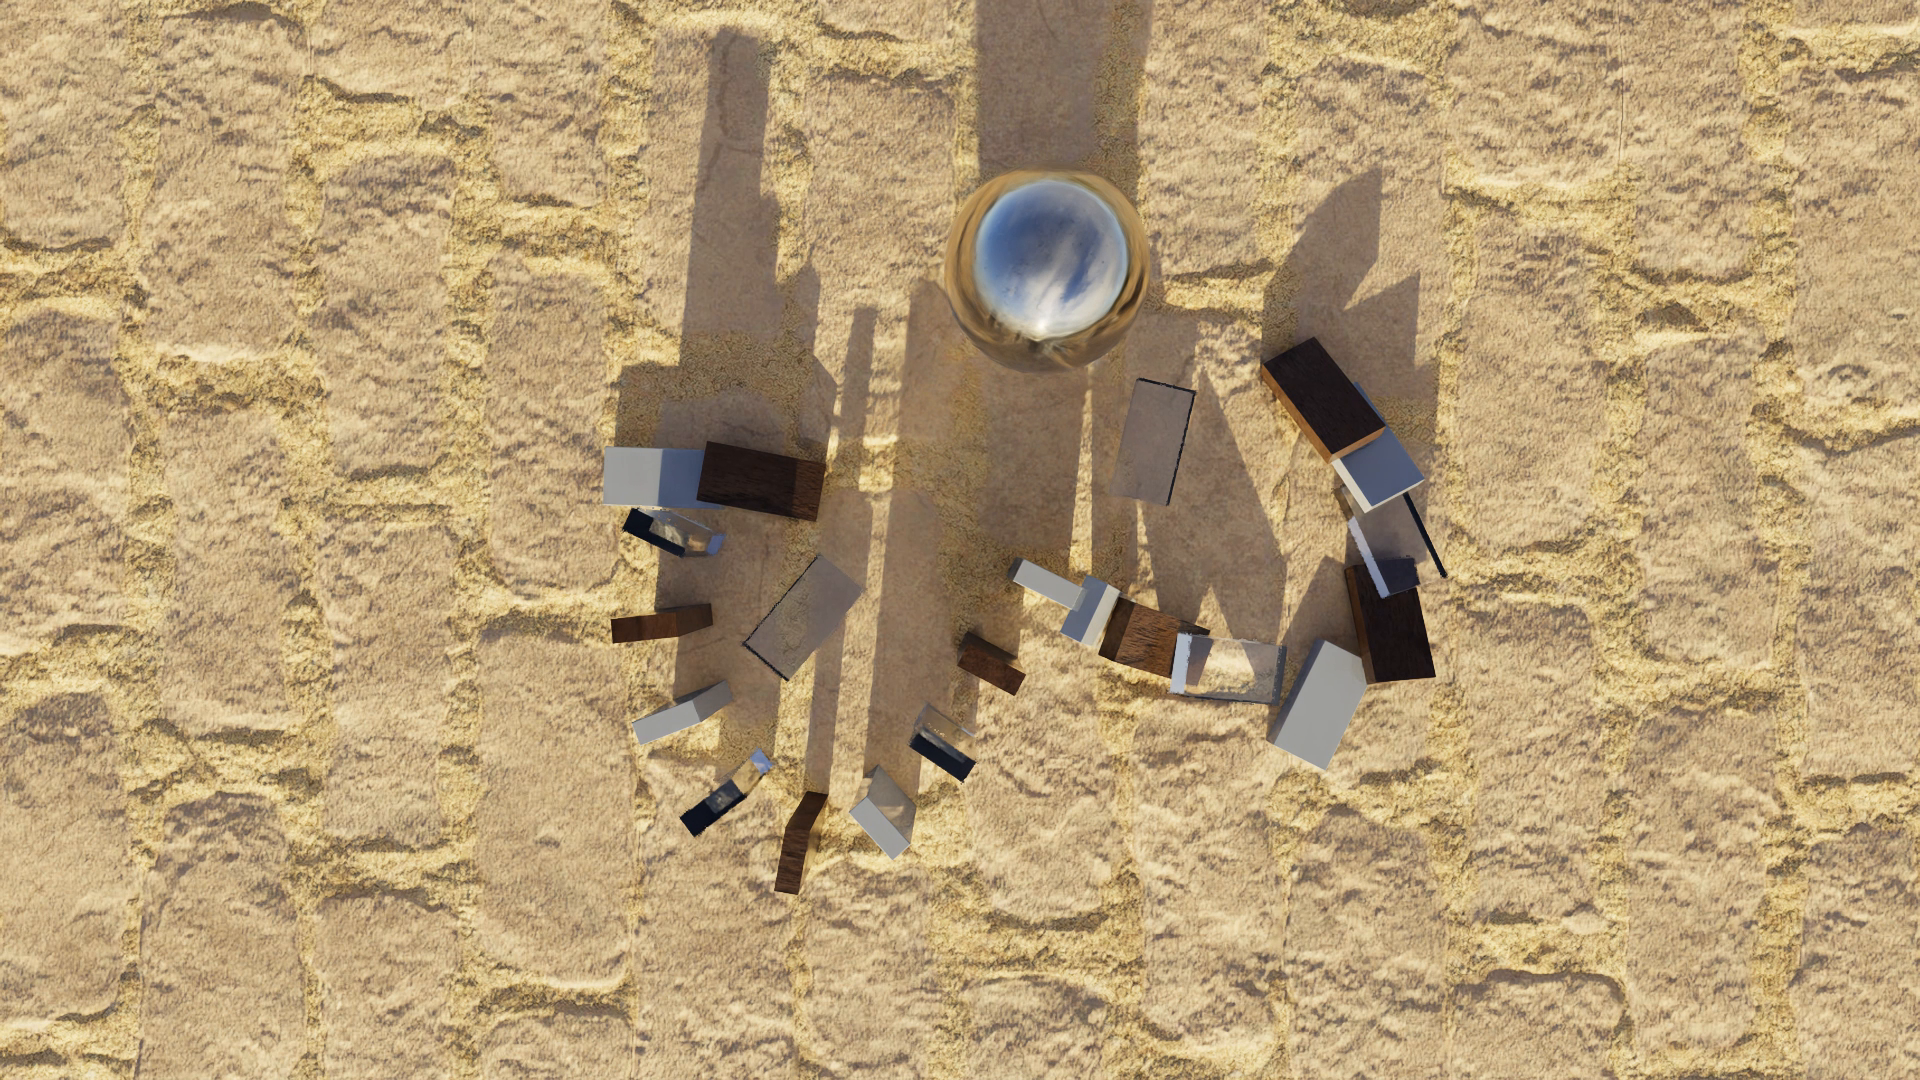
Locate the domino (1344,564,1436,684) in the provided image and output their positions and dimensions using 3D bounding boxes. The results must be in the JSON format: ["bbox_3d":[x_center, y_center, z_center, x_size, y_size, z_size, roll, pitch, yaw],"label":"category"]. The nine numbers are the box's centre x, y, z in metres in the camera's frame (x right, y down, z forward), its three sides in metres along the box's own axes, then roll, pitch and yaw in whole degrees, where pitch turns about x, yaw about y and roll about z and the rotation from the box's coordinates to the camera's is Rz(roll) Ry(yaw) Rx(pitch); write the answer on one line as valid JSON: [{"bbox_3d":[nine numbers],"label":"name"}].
[{"bbox_3d":[0.182,0.035,0.389,0.025,0.010,0.050,-5,76,0],"label":"domino"}]

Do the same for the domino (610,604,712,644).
[{"bbox_3d":[-0.121,0.034,0.375,0.025,0.050,0.010,-6,90,0],"label":"domino"}]

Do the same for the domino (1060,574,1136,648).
[{"bbox_3d":[0.057,0.031,0.375,0.009,0.050,0.025,25,90,25],"label":"domino"}]

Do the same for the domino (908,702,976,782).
[{"bbox_3d":[-0.007,0.082,0.375,0.025,0.050,0.009,34,90,0],"label":"domino"}]

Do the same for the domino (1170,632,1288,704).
[{"bbox_3d":[0.113,0.055,0.386,0.050,0.010,0.025,8,90,-23],"label":"domino"}]

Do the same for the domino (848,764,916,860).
[{"bbox_3d":[-0.031,0.110,0.375,0.009,0.050,0.025,-42,90,0],"label":"domino"}]

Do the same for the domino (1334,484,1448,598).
[{"bbox_3d":[0.182,-0.003,0.389,0.025,0.010,0.050,-18,74,0],"label":"domino"}]

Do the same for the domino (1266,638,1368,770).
[{"bbox_3d":[0.156,0.071,0.395,0.025,0.010,0.050,26,90,0],"label":"domino"}]

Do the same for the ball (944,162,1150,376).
[{"bbox_3d":[0.034,-0.105,0.360,0.080,0.080,0.080,0,90,0],"label":"ball"}]

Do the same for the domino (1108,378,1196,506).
[{"bbox_3d":[0.083,-0.042,0.395,0.025,0.010,0.050,13,90,0],"label":"domino"}]

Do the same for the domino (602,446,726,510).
[{"bbox_3d":[-0.127,-0.027,0.395,0.050,0.010,0.025,2,90,0],"label":"domino"}]

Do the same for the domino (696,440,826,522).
[{"bbox_3d":[-0.084,-0.025,0.390,0.050,0.009,0.025,10,88,-12],"label":"domino"}]

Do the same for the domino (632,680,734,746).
[{"bbox_3d":[-0.112,0.070,0.375,0.025,0.050,0.010,-21,90,0],"label":"domino"}]

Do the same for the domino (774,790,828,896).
[{"bbox_3d":[-0.064,0.123,0.375,0.009,0.050,0.025,10,90,0],"label":"domino"}]

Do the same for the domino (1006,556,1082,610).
[{"bbox_3d":[0.034,0.017,0.375,0.025,0.050,0.009,26,90,0],"label":"domino"}]

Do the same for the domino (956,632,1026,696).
[{"bbox_3d":[0.012,0.050,0.375,0.025,0.050,0.010,28,90,0],"label":"domino"}]

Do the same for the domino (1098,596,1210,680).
[{"bbox_3d":[0.081,0.042,0.381,0.050,0.009,0.025,20,90,-37],"label":"domino"}]

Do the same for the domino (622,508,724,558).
[{"bbox_3d":[-0.116,-0.003,0.375,0.025,0.050,0.009,25,90,0],"label":"domino"}]

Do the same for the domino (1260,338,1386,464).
[{"bbox_3d":[0.152,-0.059,0.386,0.025,0.010,0.050,-28,67,0],"label":"domino"}]

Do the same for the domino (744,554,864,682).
[{"bbox_3d":[-0.067,0.033,0.395,0.025,0.010,0.050,40,90,0],"label":"domino"}]

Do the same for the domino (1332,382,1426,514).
[{"bbox_3d":[0.170,-0.040,0.389,0.025,0.009,0.050,-28,75,0],"label":"domino"}]

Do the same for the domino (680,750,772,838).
[{"bbox_3d":[-0.095,0.102,0.375,0.025,0.050,0.009,-37,90,0],"label":"domino"}]
